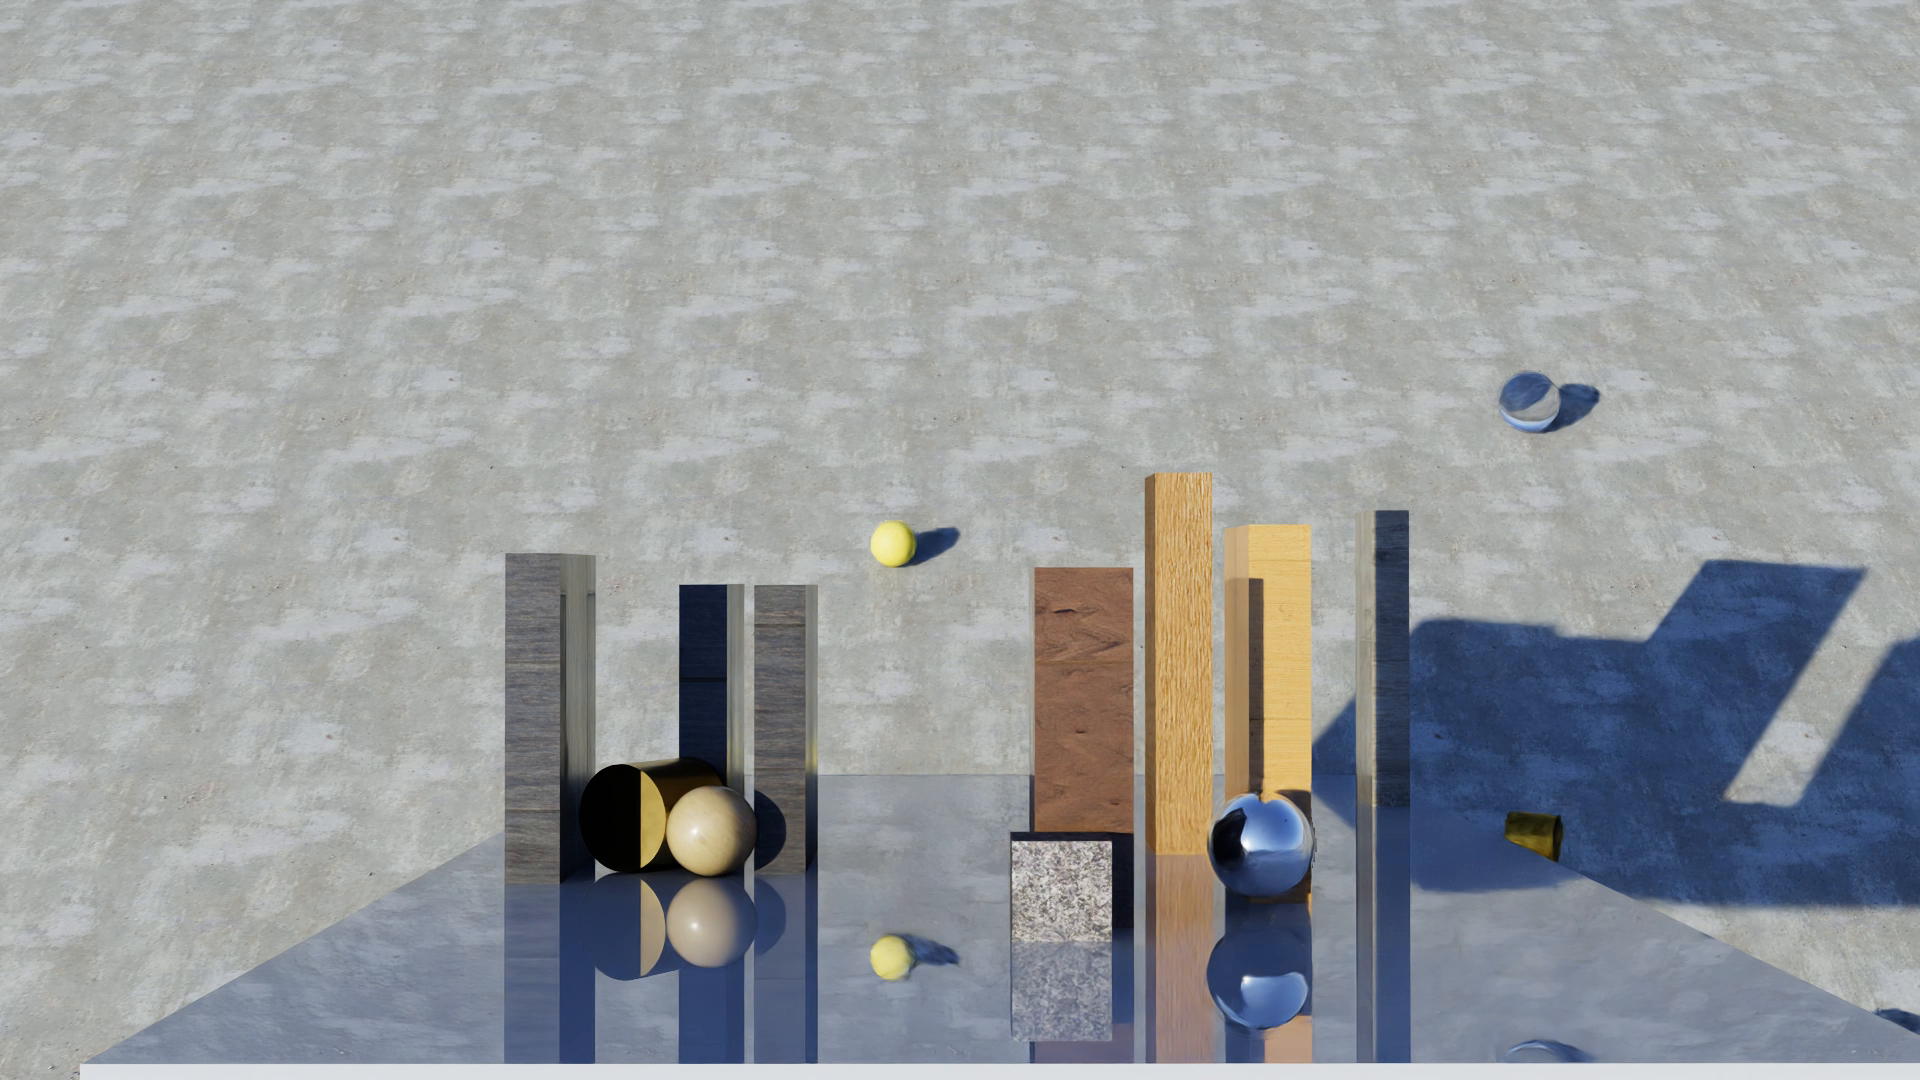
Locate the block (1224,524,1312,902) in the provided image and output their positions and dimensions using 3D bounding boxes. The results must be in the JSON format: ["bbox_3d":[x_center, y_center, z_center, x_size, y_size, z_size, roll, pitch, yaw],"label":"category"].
[{"bbox_3d":[0.505,0.277,4.277,0.098,0.596,0.371,0,-1,0],"label":"block"}]

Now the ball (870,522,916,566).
[{"bbox_3d":[-0.197,0.012,7.706,0.136,0.136,0.136,0,32,0],"label":"ball"}]

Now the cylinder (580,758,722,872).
[{"bbox_3d":[-0.542,0.486,4.596,0.189,0.189,0.189,20,9,29],"label":"cylinder"}]

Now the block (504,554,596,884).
[{"bbox_3d":[-0.717,0.302,4.558,0.092,0.554,0.427,0,-1,0],"label":"block"}]

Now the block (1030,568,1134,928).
[{"bbox_3d":[0.182,0.306,3.944,0.145,0.528,0.293,0,-1,0],"label":"block"}]

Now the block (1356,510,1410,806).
[{"bbox_3d":[0.966,0.267,5.936,0.084,0.664,0.242,0,-1,0],"label":"block"}]

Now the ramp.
[{"bbox_3d":[0.072,0.632,4.731,2.000,0.100,4.000,0,-1,0],"label":"ramp"}]

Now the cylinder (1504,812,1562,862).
[{"bbox_3d":[1.294,0.671,5.852,0.109,0.109,0.109,3,31,24],"label":"cylinder"}]

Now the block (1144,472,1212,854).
[{"bbox_3d":[0.415,0.231,4.941,0.106,0.707,0.271,0,-1,0],"label":"block"}]

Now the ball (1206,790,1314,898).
[{"bbox_3d":[0.464,0.470,4.006,0.165,0.165,0.165,0,32,0],"label":"ball"}]

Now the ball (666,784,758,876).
[{"bbox_3d":[-0.426,0.499,4.453,0.157,0.157,0.157,0,32,0],"label":"ball"}]

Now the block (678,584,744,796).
[{"bbox_3d":[-0.465,0.334,4.880,0.087,0.501,0.384,0,-1,0],"label":"block"}]

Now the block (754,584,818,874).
[{"bbox_3d":[-0.312,0.331,4.686,0.089,0.500,0.389,0,-1,0],"label":"block"}]

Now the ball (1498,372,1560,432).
[{"bbox_3d":[1.838,-0.446,8.371,0.198,0.198,0.198,0,32,0],"label":"ball"}]

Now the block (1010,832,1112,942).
[{"bbox_3d":[0.144,0.496,3.724,0.141,0.141,0.141,0,-1,0],"label":"block"}]
